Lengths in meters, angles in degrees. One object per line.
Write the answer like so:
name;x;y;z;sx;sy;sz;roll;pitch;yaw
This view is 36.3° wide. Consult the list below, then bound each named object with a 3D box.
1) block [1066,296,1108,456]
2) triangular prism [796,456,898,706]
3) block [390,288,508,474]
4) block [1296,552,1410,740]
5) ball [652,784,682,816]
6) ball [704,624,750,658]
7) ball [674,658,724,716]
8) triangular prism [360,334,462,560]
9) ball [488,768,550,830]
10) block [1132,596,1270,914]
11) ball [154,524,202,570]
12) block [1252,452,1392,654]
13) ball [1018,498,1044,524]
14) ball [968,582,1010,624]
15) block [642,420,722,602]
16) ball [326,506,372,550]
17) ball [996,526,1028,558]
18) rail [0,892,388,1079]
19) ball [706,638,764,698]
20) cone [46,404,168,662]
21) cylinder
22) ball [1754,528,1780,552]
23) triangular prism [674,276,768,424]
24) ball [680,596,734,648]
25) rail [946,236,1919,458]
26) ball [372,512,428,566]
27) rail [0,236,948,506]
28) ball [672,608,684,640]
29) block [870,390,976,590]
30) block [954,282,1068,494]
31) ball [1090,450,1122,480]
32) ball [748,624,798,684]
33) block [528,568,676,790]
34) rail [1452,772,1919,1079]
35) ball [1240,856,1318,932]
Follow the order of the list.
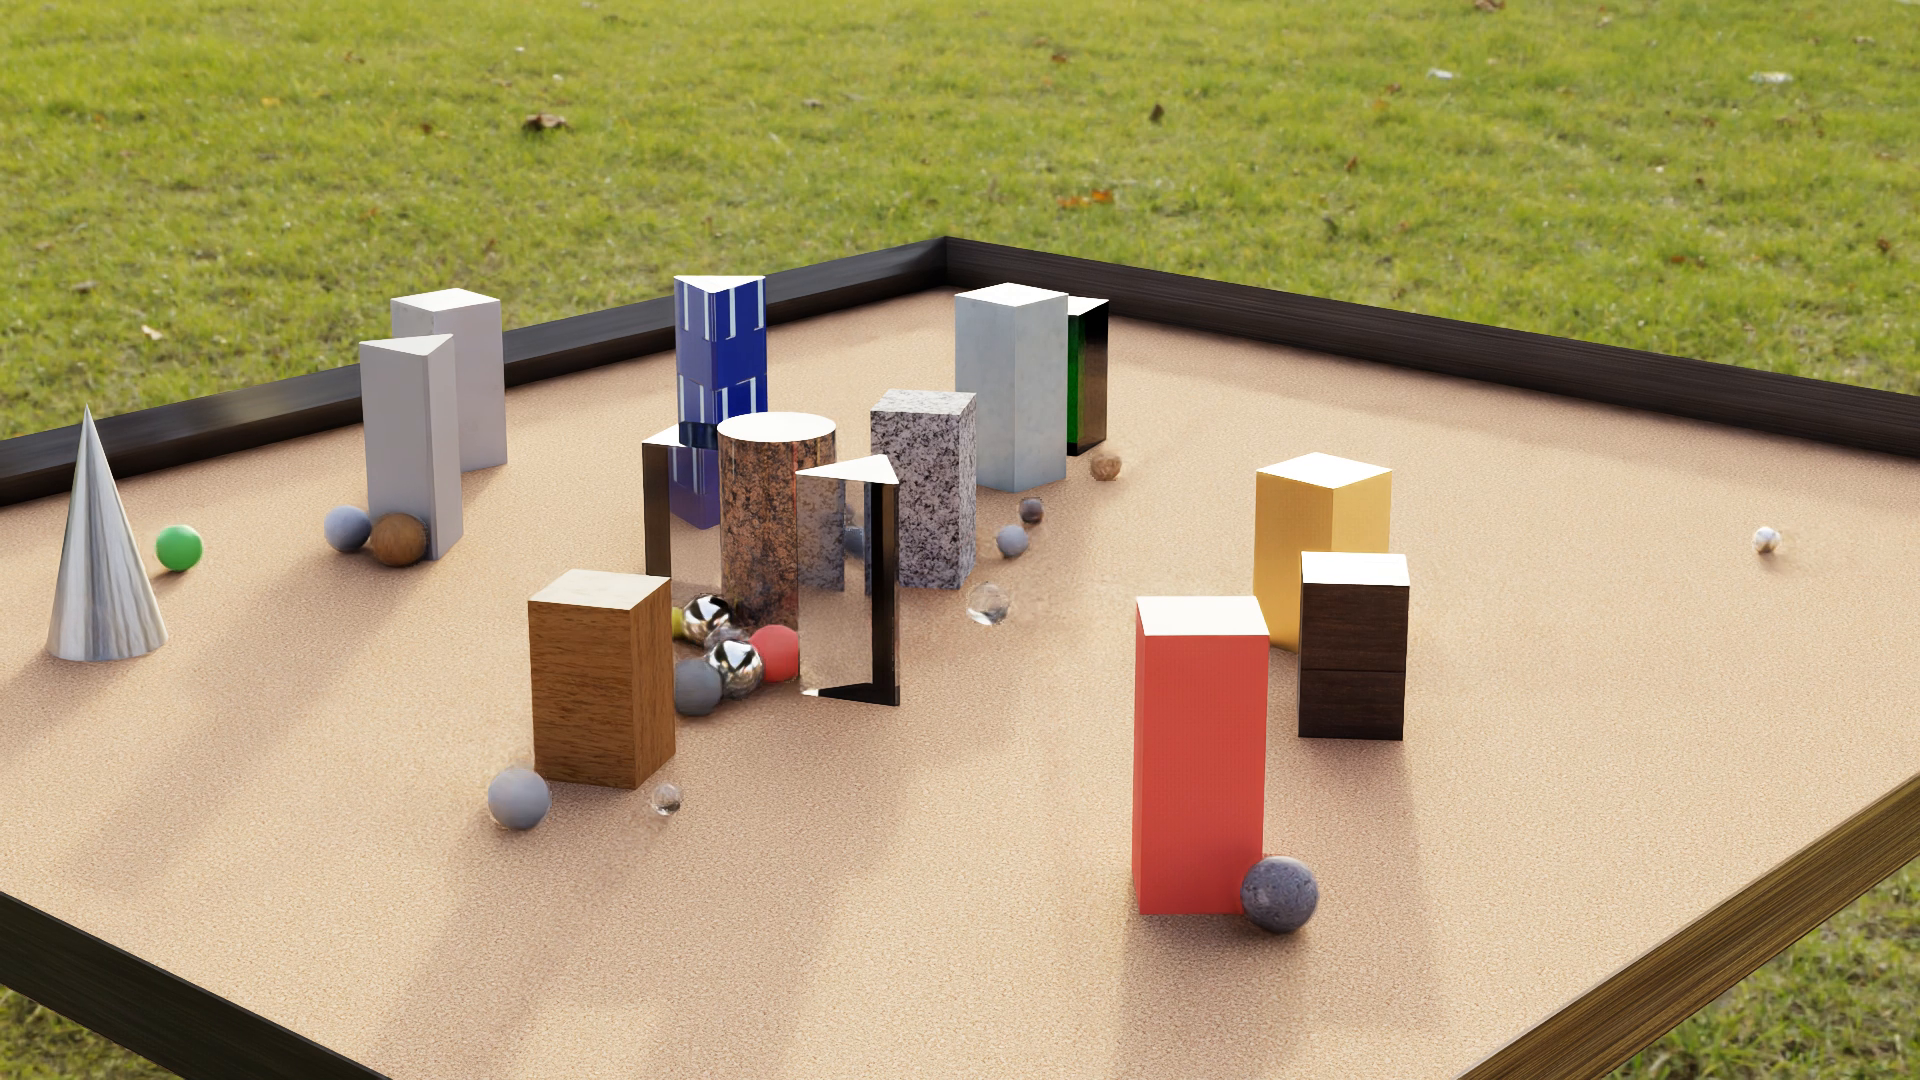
block;0.203;-0.343;6.076;0.158;0.297;0.158;8;18;24
triangular prism;-0.149;0.058;4.632;0.171;0.362;0.148;6;18;20
block;-1.032;-0.320;5.925;0.158;0.339;0.158;-15;22;-40
block;0.600;0.161;4.489;0.158;0.247;0.158;2;17;5
ball;-0.415;0.368;4.155;0.044;0.044;0.044;0;17;0
ball;-0.373;0.177;4.727;0.080;0.080;0.080;0;17;0
ball;-0.411;0.228;4.542;0.088;0.088;0.088;0;17;0
triangular prism;-0.976;-0.177;5.376;0.171;0.383;0.148;12;21;35
ball;-0.618;0.362;4.103;0.086;0.086;0.086;0;17;0
block;0.313;0.282;3.850;0.158;0.385;0.158;0;17;-1
ball;-1.402;0.014;5.262;0.084;0.084;0.084;0;17;0
block;0.598;0.027;4.852;0.158;0.295;0.158;16;23;42
ball;0.135;-0.054;5.544;0.050;0.050;0.050;0;17;0
ball;0.048;0.108;4.969;0.071;0.071;0.071;0;17;0
block;-0.445;-0.048;5.128;0.158;0.278;0.158;7;18;21
ball;-1.122;-0.022;5.381;0.083;0.083;0.083;0;17;0
ball;0.096;0.002;5.344;0.058;0.058;0.058;0;17;0
rail;-1.276;0.456;3.713;3.520;0.128;0.045;14;22;39
ball;-0.355;0.203;4.616;0.095;0.095;0.095;0;17;0
cone;-1.421;-0.027;4.828;0.197;0.413;0.197;0;17;0
cylinder;-0.305;-0.023;4.928;0.197;0.346;0.197;0;17;0
ball;1.477;0.000;5.370;0.047;0.047;0.047;0;17;0
triangular prism;-0.480;-0.280;5.613;0.148;0.442;0.171;10;19;29
ball;-0.418;0.135;4.849;0.088;0.088;0.088;0;17;0
rail;1.276;-0.392;6.527;3.520;0.128;0.045;14;22;39
ball;-1.009;-0.001;5.286;0.097;0.097;0.097;0;17;0
rail;-1.311;-0.296;6.210;0.045;0.128;3.940;14;22;39
ball;-0.477;0.140;4.893;0.055;0.055;0.055;0;17;0
block;-0.064;-0.091;5.202;0.158;0.318;0.158;3;17;11
block;0.101;-0.303;5.806;0.158;0.375;0.158;15;22;40
ball;0.291;-0.150;5.842;0.062;0.062;0.062;0;17;0
ball;-0.295;0.182;4.685;0.094;0.094;0.094;0;17;0
block;-0.524;0.203;4.303;0.158;0.275;0.158;5;17;16
rail;1.311;0.361;4.030;0.045;0.128;3.940;14;22;39
ball;0.410;0.455;3.770;0.099;0.099;0.099;0;17;0
